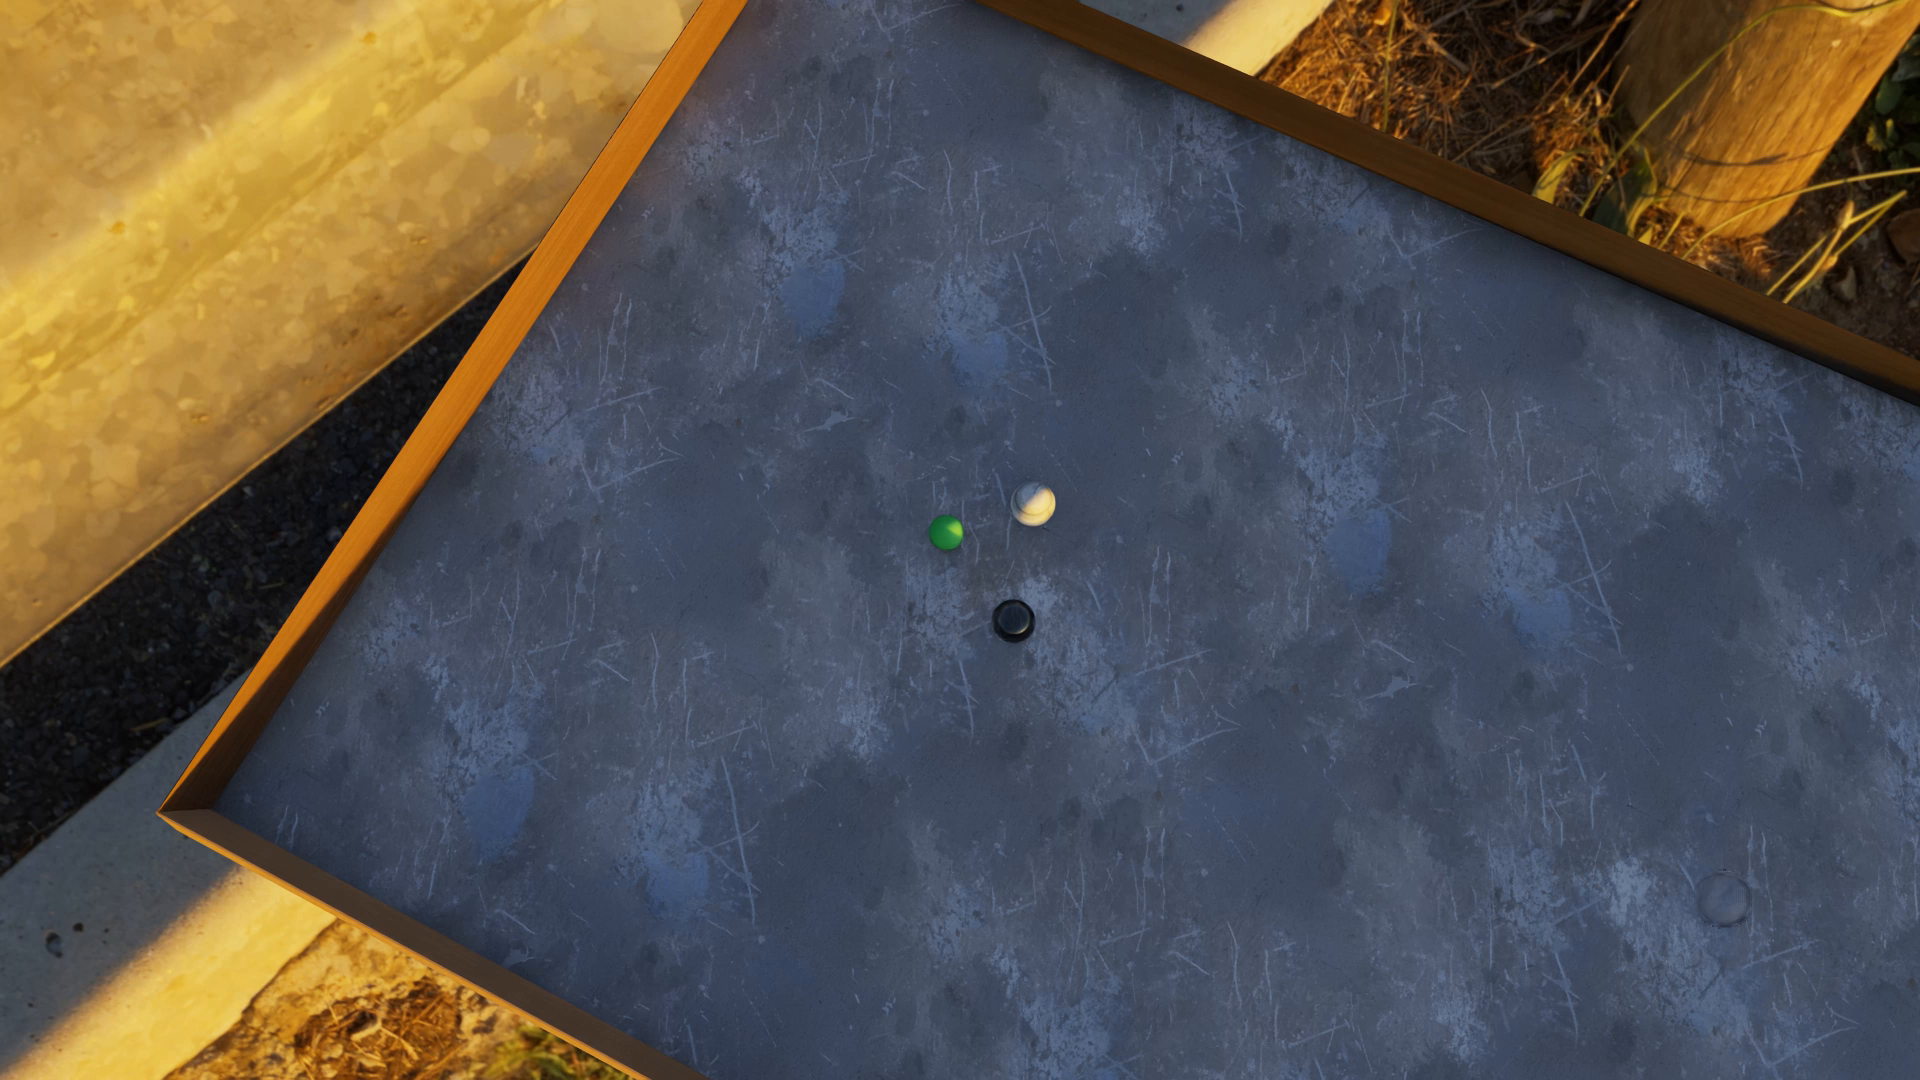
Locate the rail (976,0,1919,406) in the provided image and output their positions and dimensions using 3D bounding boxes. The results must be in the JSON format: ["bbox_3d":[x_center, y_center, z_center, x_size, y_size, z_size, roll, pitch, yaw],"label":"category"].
[{"bbox_3d":[1.180,-0.419,3.644,3.375,0.104,0.045,26,70,10],"label":"rail"}]

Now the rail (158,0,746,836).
[{"bbox_3d":[-0.729,-0.356,3.619,0.045,0.104,1.921,26,70,10],"label":"rail"}]

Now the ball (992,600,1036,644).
[{"bbox_3d":[0.084,0.128,3.440,0.070,0.070,0.070,0,68,0],"label":"ball"}]

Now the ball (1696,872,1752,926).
[{"bbox_3d":[1.136,0.534,3.269,0.080,0.080,0.080,0,68,0],"label":"ball"}]

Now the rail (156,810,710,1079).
[{"bbox_3d":[0.319,1.122,3.016,3.375,0.104,0.045,26,70,10],"label":"rail"}]

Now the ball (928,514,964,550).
[{"bbox_3d":[-0.022,-0.012,3.505,0.056,0.056,0.056,0,68,0],"label":"ball"}]

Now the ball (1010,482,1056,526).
[{"bbox_3d":[0.117,-0.058,3.515,0.072,0.072,0.072,0,68,0],"label":"ball"}]
